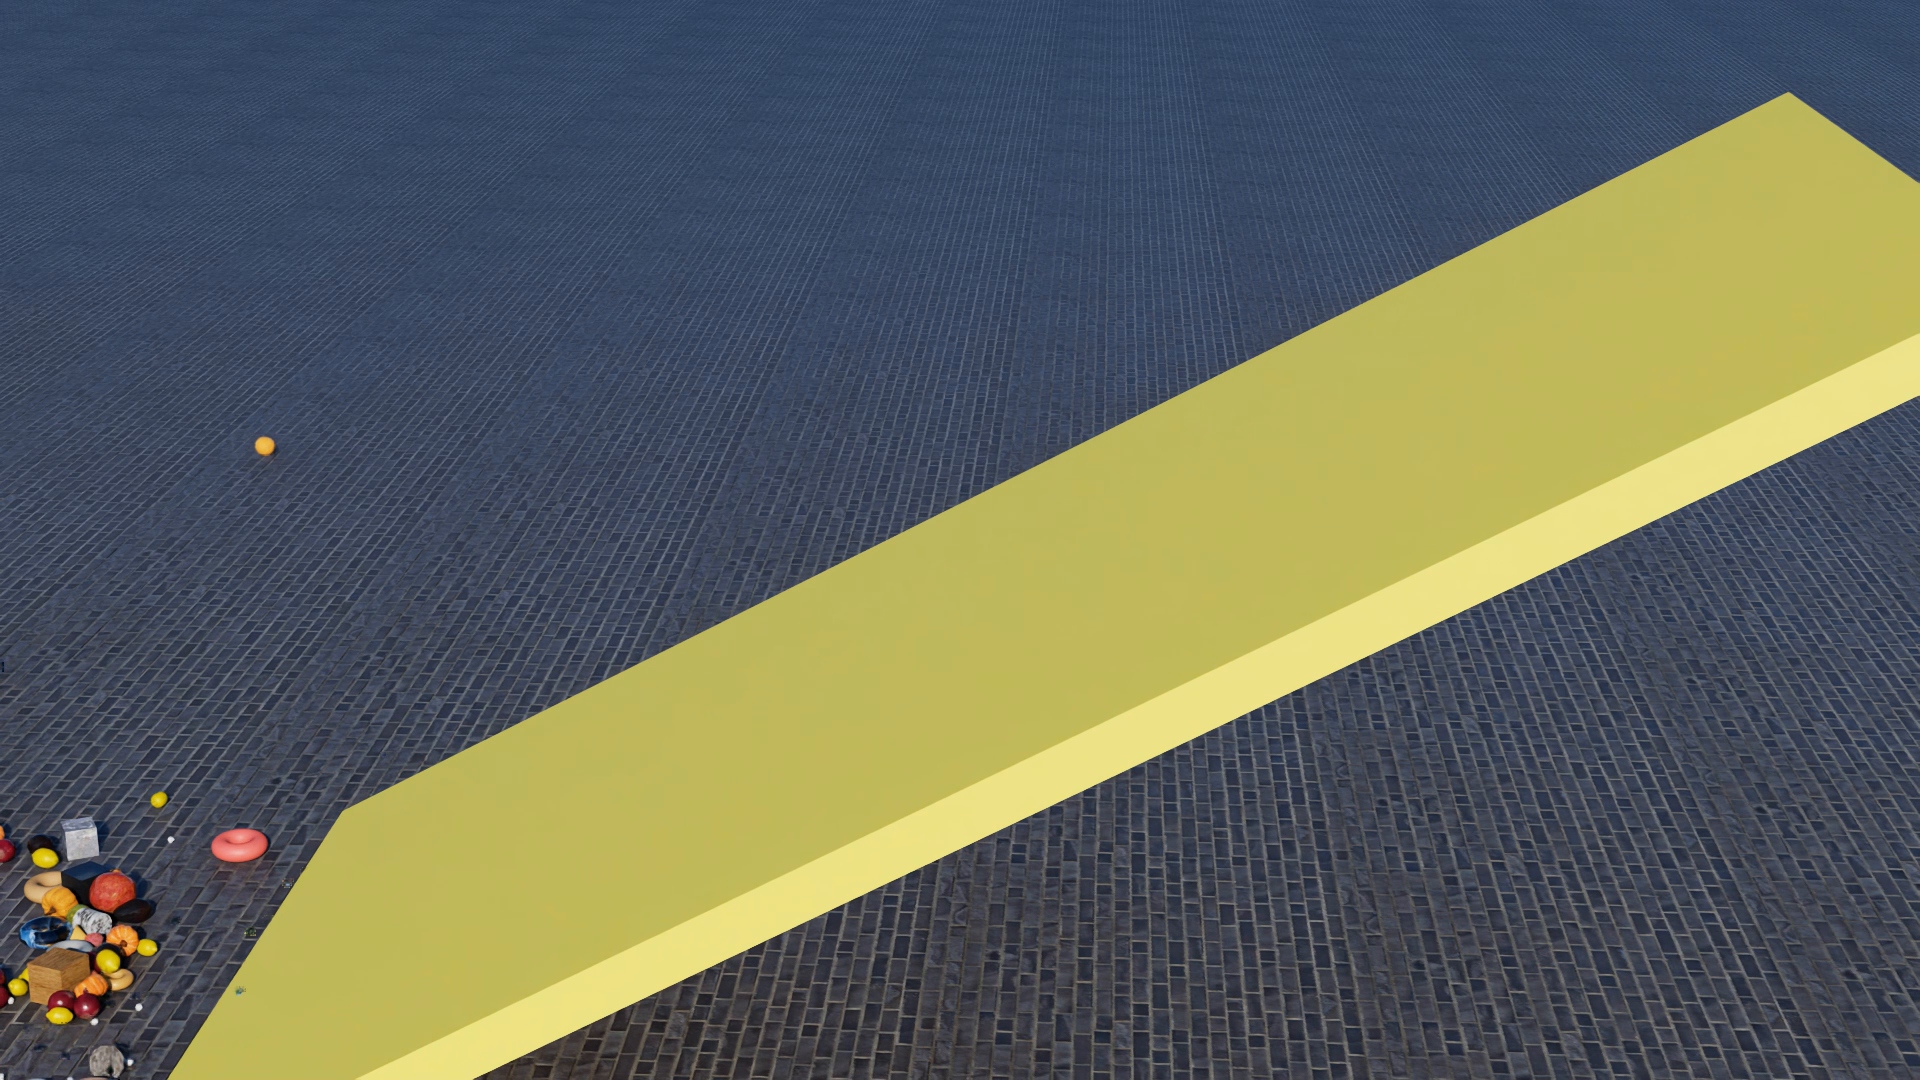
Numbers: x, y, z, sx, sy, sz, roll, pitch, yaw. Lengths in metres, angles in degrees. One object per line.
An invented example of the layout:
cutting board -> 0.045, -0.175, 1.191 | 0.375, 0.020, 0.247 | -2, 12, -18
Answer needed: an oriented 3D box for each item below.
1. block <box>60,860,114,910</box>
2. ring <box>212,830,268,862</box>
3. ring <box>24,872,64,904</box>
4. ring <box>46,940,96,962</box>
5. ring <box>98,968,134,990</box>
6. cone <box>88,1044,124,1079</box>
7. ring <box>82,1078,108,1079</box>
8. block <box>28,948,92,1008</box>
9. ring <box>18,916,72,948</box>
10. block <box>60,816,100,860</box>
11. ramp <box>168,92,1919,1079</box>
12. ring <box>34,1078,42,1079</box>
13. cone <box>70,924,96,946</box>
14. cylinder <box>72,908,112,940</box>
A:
block -> -2.148, 0.854, 7.243 | 0.087, 0.087, 0.087 | 14, 22, 37
ring -> -1.847, 0.783, 7.541 | 0.143, 0.048, 0.143 | 1, 18, 0
ring -> -2.252, 0.862, 7.292 | 0.134, 0.045, 0.134 | 1, 18, 0
ring -> -2.098, 0.977, 6.935 | 0.115, 0.038, 0.115 | 0, 16, 0
ring -> -1.957, 1.019, 6.818 | 0.081, 0.027, 0.081 | 1, 18, 0
cone -> -1.873, 1.143, 6.405 | 0.079, 0.079, 0.079 | -15, -4, -40
ring -> -1.852, 1.184, 6.266 | 0.122, 0.041, 0.122 | 1, 18, 0
block -> -2.066, 1.004, 6.748 | 0.096, 0.096, 0.096 | 8, 19, 23
ring -> -2.190, 0.940, 7.045 | 0.126, 0.042, 0.126 | 1, 19, 0
block -> -2.258, 0.765, 7.543 | 0.078, 0.078, 0.078 | -8, 19, -24
ramp -> 0.141, 0.167, 6.281 | 4.000, 0.100, 2.000 | -26, 14, 11
ring -> -1.981, 1.182, 6.288 | 0.094, 0.031, 0.094 | 1, 17, 0
cone -> -2.090, 0.956, 7.015 | 0.063, 0.063, 0.063 | 24, 13, -14
cylinder -> -2.085, 0.921, 7.066 | 0.065, 0.065, 0.065 | 11, 20, 31
